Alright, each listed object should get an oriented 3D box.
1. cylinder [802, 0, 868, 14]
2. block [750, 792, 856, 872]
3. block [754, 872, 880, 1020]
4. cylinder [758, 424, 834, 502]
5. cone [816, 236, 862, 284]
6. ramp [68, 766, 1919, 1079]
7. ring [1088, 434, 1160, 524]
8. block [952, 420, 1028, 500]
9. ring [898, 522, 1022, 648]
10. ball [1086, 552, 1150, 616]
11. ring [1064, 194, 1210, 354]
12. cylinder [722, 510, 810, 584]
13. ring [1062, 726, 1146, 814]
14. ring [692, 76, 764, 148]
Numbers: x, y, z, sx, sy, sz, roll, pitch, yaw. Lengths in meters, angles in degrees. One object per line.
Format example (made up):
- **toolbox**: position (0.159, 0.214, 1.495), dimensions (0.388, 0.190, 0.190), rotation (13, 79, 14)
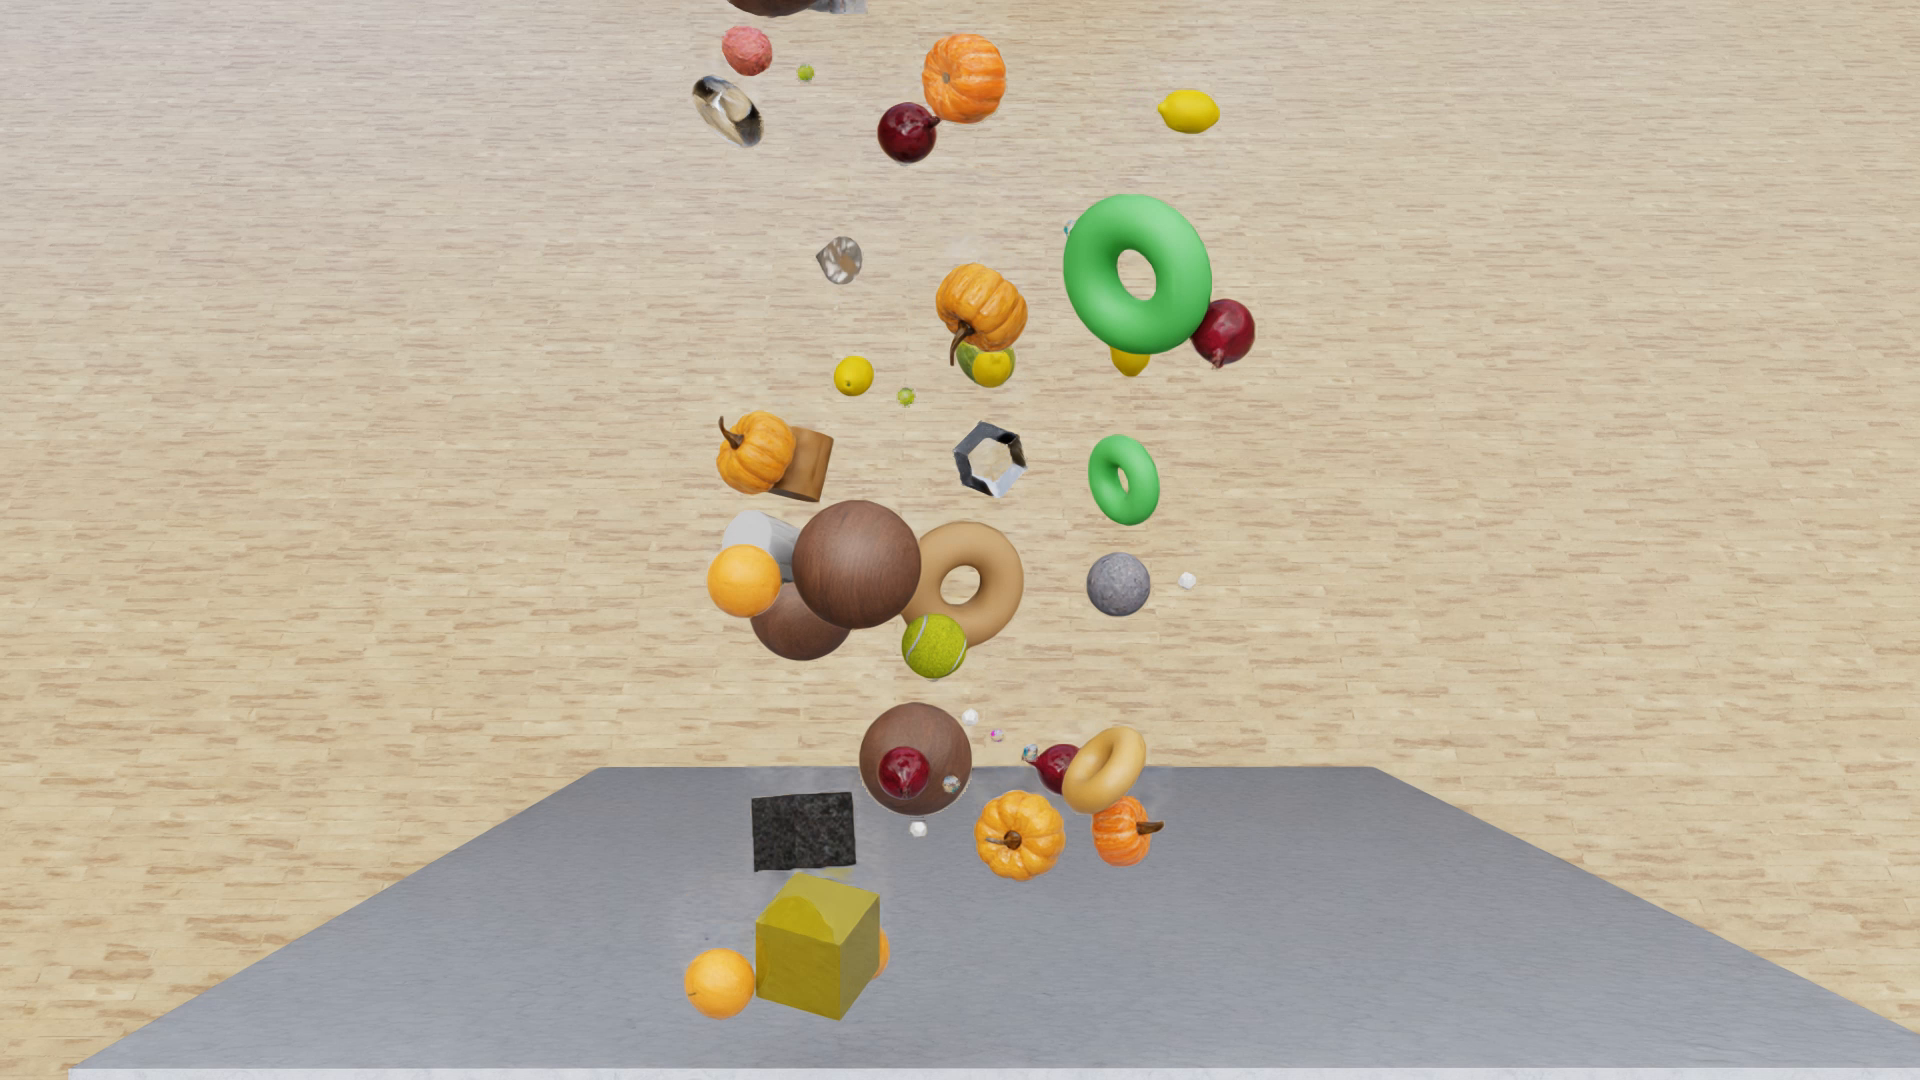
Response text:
- **cylinder**: position (-0.116, -0.533, 2.446), dimensions (0.063, 0.063, 0.063), rotation (6, 18, -2)
- **block**: position (-0.170, 0.317, 2.814), dimensions (0.079, 0.079, 0.079), rotation (2, -9, -39)
- **block**: position (-0.147, 0.418, 2.671), dimensions (0.096, 0.096, 0.096), rotation (12, 30, 19)
- **cylinder**: position (-0.180, -0.084, 2.831), dimensions (0.070, 0.070, 0.070), rotation (13, -6, 1)
- **cone**: position (-0.140, -0.301, 2.764), dimensions (0.052, 0.052, 0.052), rotation (-22, 22, -31)
- **ramp**: position (0.070, 0.618, 4.699), dimensions (2.000, 0.100, 4.000), rotation (0, -1, 0)
- **ring**: position (0.153, -0.056, 2.427), dimensions (0.029, 0.087, 0.087), rotation (-18, 36, -34)
- **block**: position (0.033, -0.086, 2.792), dimensions (0.052, 0.052, 0.052), rotation (22, 55, 33)
- **ring**: position (0.000, 0.050, 2.838), dimensions (0.146, 0.146, 0.049), rotation (-11, 21, -17)
- **ball**: position (0.175, 0.049, 2.857), dimensions (0.071, 0.071, 0.071), rotation (0, 31, 0)
- **ring**: position (0.159, -0.239, 2.333), dimensions (0.149, 0.149, 0.050), rotation (20, 32, 29)
- **cylinder**: position (-0.197, 0.008, 2.634), dimensions (0.063, 0.063, 0.063), rotation (28, 2, 38)
- **ring**: position (0.152, 0.242, 2.723), dimensions (0.108, 0.036, 0.108), rotation (-41, 21, 19)
- **ring**: position (-0.232, -0.428, 2.591), dimensions (0.087, 0.087, 0.029), rotation (29, 69, 38)
